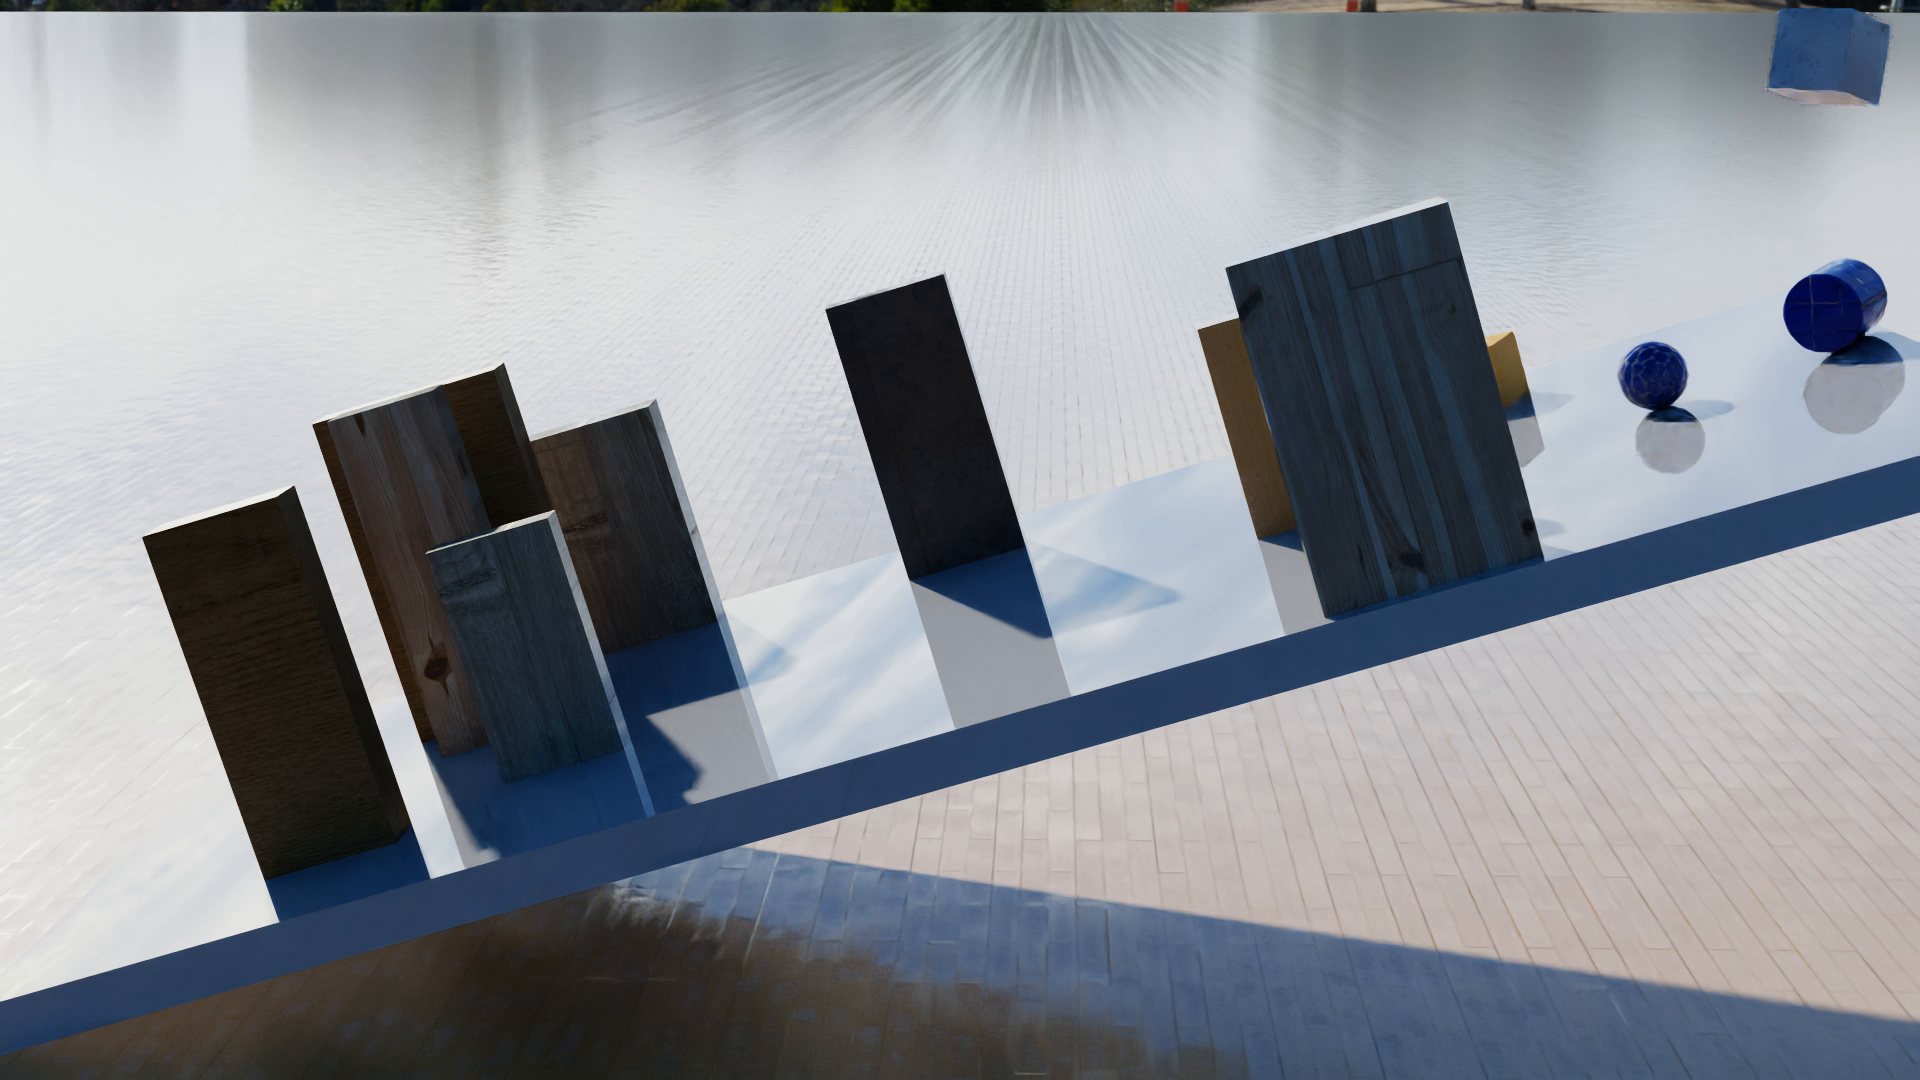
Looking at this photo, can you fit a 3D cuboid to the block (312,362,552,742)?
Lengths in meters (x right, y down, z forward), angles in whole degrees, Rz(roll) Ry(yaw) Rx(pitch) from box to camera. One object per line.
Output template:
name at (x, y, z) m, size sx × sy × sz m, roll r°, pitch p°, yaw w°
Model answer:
block at (-1.133, 0.030, 6.701) m, size 0.431 × 0.769 × 0.132 m, roll -16°, pitch 10°, yaw 5°

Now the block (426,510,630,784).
block at (-0.881, 0.220, 6.015) m, size 0.261 × 0.502 × 0.089 m, roll -16°, pitch 10°, yaw 5°

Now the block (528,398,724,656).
block at (-0.871, -0.012, 7.137) m, size 0.440 × 0.547 × 0.137 m, roll -16°, pitch 10°, yaw 5°

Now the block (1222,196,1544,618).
block at (0.761, -0.239, 5.309) m, size 0.407 × 0.662 × 0.125 m, roll -16°, pitch 10°, yaw 5°

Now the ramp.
ramp at (0.093, 0.186, 6.318) m, size 4.000 × 0.100 × 2.000 m, roll -16°, pitch 10°, yaw 5°

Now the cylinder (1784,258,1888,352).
cylinder at (1.871, -0.501, 6.289) m, size 0.170 × 0.170 × 0.170 m, roll 7°, pitch 19°, yaw 33°

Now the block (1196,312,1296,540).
block at (0.708, -0.270, 6.151) m, size 0.313 × 0.461 × 0.094 m, roll -16°, pitch 10°, yaw 5°

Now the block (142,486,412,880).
block at (-1.345, 0.282, 5.812) m, size 0.279 × 0.722 × 0.135 m, roll -16°, pitch 10°, yaw 5°

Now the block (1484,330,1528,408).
block at (1.214, -0.386, 6.852) m, size 0.147 × 0.147 × 0.147 m, roll -10°, pitch 12°, yaw 34°

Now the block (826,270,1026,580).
block at (-0.077, -0.266, 6.858) m, size 0.285 × 0.664 × 0.090 m, roll -16°, pitch 10°, yaw 5°

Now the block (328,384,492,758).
block at (-1.138, 0.068, 6.469) m, size 0.240 × 0.780 × 0.120 m, roll -16°, pitch 10°, yaw 5°

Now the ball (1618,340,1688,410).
ball at (1.466, -0.348, 6.224) m, size 0.146 × 0.146 × 0.146 m, roll 0°, pitch 11°, yaw 0°

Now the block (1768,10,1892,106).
block at (1.841, -1.021, 6.227) m, size 0.170 × 0.170 × 0.170 m, roll 10°, pitch 2°, yaw 44°
